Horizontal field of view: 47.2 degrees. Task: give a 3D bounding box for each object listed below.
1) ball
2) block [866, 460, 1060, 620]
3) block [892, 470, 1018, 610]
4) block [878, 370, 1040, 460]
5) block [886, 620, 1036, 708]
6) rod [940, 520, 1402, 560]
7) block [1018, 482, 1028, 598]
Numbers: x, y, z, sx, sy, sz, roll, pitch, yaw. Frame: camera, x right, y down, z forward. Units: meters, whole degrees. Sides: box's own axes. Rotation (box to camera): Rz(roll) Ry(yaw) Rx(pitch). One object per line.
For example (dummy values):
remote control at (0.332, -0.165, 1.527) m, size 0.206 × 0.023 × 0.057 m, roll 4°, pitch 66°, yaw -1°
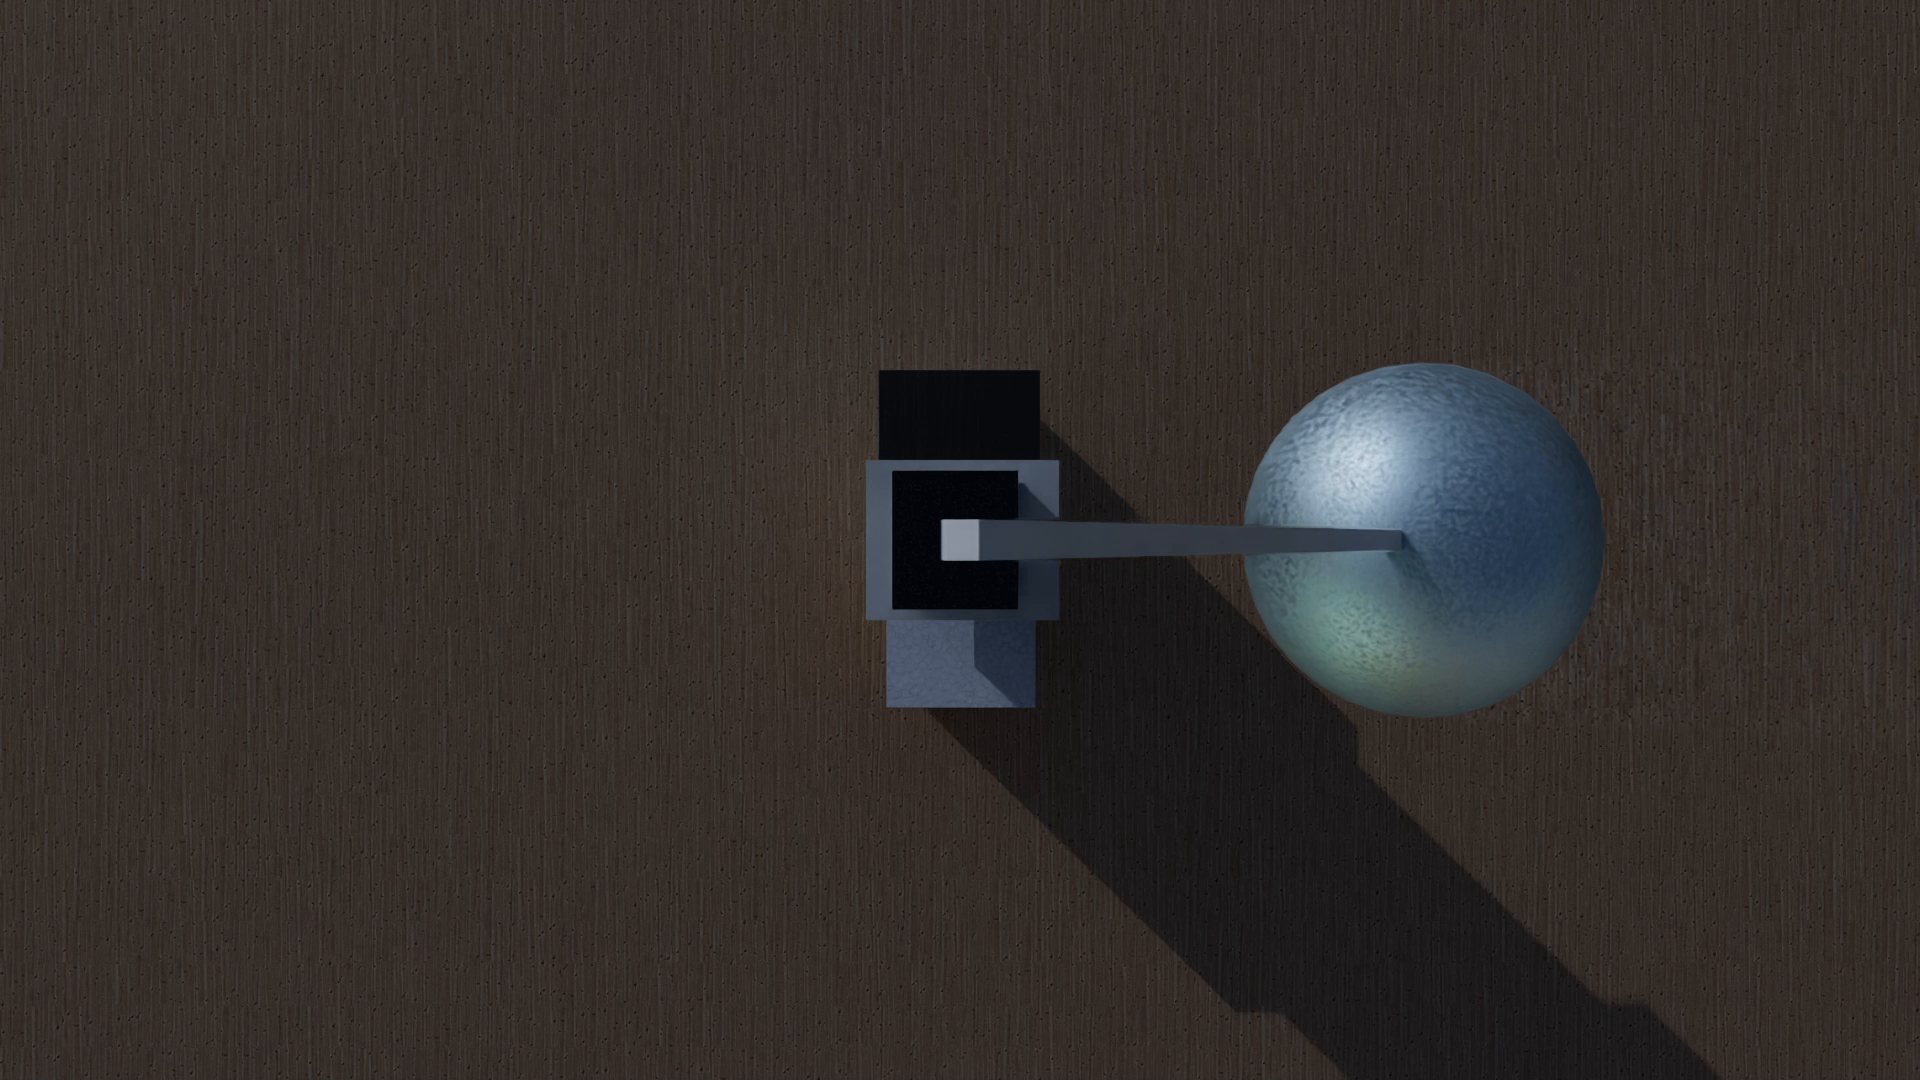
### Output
ball at (2.074, 0.000, 9.908) m, size 1.600 × 1.600 × 1.600 m, roll 0°, pitch 90°, yaw 0°
block at (0.012, 0.000, 9.749) m, size 0.826 × 0.682 × 0.685 m, roll 0°, pitch 90°, yaw 0°
block at (-0.019, 0.000, 8.713) m, size 0.485 × 0.500 × 0.535 m, roll 0°, pitch 90°, yaw 0°
block at (-0.003, -0.377, 11.021) m, size 0.778 × 0.832 × 0.884 m, roll 0°, pitch 90°, yaw 0°
block at (0.005, 0.447, 11.093) m, size 0.728 × 0.689 × 0.744 m, roll 0°, pitch 90°, yaw 0°
rod at (0.899, 0.000, 6.718) m, size 0.080 × 5.200 × 0.080 m, roll 0°, pitch 90°, yaw 20°
block at (0.014, 0.000, 9.185) m, size 0.525 × 0.444 × 0.465 m, roll 0°, pitch 90°, yaw 0°
